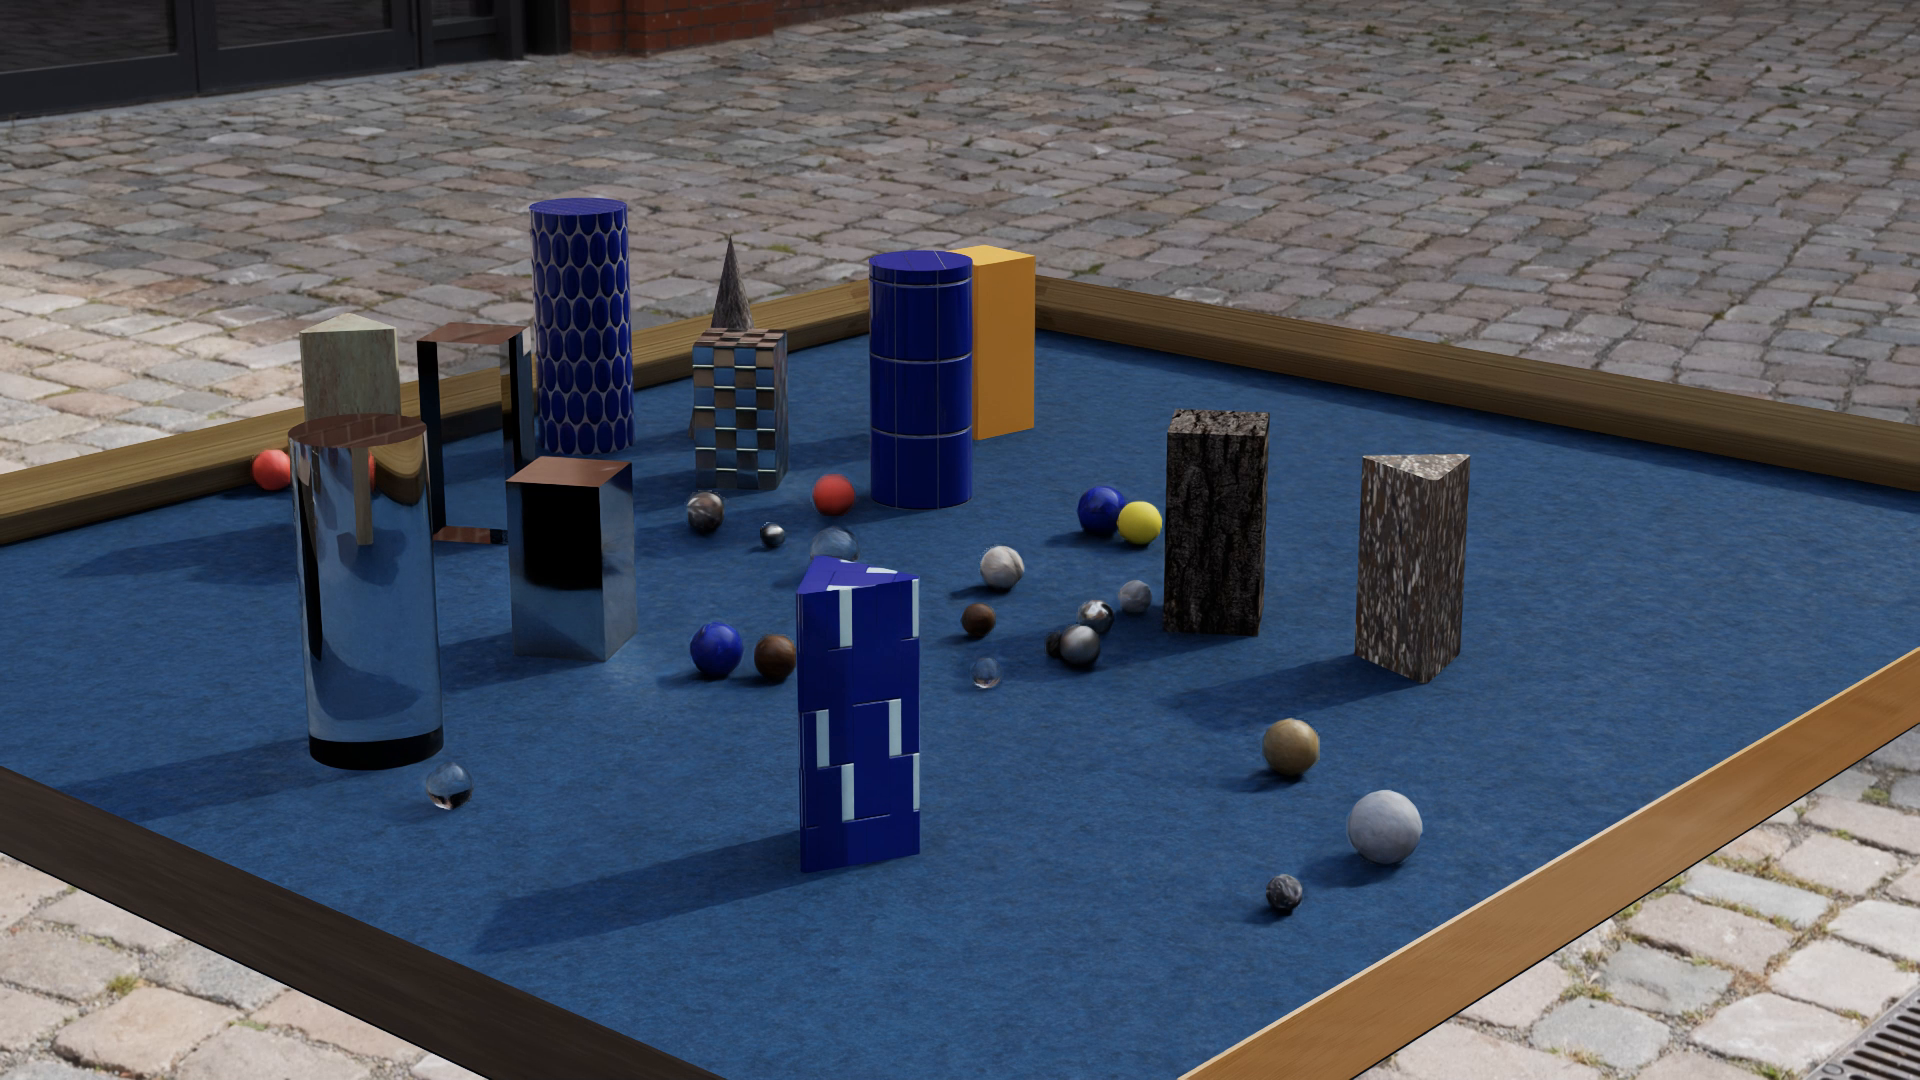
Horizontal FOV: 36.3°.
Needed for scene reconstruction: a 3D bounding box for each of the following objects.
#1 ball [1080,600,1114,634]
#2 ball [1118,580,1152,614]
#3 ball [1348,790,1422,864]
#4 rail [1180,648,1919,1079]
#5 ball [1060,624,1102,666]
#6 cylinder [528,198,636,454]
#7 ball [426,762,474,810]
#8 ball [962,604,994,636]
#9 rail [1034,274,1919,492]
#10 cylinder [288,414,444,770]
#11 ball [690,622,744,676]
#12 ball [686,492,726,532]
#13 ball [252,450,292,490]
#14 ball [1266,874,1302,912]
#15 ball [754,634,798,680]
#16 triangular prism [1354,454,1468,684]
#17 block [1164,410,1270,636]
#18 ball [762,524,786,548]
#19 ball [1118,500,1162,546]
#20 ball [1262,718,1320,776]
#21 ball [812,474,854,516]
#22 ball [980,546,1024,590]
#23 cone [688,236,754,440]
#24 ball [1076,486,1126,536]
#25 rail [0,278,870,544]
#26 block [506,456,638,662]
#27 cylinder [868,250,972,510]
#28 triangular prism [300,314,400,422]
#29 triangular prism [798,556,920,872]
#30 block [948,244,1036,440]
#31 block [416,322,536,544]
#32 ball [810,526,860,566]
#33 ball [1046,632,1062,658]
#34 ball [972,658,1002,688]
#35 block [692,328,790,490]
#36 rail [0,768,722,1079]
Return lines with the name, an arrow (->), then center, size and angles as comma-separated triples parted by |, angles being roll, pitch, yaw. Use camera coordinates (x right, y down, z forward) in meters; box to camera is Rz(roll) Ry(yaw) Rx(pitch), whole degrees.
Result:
ball -> 0.230, 0.130, 4.923 | 0.059, 0.059, 0.059 | 0, 17, 0
ball -> 0.301, 0.097, 5.033 | 0.058, 0.058, 0.058 | 0, 17, 0
ball -> 0.578, 0.390, 3.987 | 0.100, 0.100, 0.100 | 0, 17, 0
rail -> 1.147, 0.320, 4.166 | 0.045, 0.130, 3.478 | 14, 22, 39
ball -> 0.195, 0.172, 4.766 | 0.068, 0.068, 0.068 | 0, 17, 0
cylinder -> -0.780, -0.443, 6.064 | 0.200, 0.499, 0.200 | 0, 17, 0
ball -> -0.727, 0.350, 4.178 | 0.067, 0.067, 0.067 | 0, 17, 0
ball -> 0.030, 0.134, 4.915 | 0.056, 0.056, 0.056 | 0, 17, 0
rail -> 1.125, -0.341, 6.360 | 3.086, 0.130, 0.045 | 14, 22, 39
cylinder -> -0.879, 0.076, 4.351 | 0.200, 0.493, 0.200 | 0, 17, 0
ball -> -0.391, 0.176, 4.723 | 0.086, 0.086, 0.086 | 0, 17, 0
ball -> -0.478, -0.053, 5.504 | 0.074, 0.074, 0.074 | 0, 17, 0
ball -> -1.352, -0.138, 5.771 | 0.082, 0.082, 0.082 | 0, 17, 0
ball -> 0.424, 0.462, 3.839 | 0.048, 0.048, 0.048 | 0, 17, 0
ball -> -0.295, 0.189, 4.705 | 0.072, 0.072, 0.072 | 0, 17, 0
triangular prism -> 0.760, 0.035, 4.754 | 0.150, 0.337, 0.173 | -10, 20, -31
block -> 0.434, -0.031, 4.957 | 0.160, 0.347, 0.160 | 3, 17, 9
ball -> -0.344, -0.008, 5.405 | 0.044, 0.044, 0.044 | 0, 17, 0
ball -> 0.331, -0.031, 5.415 | 0.083, 0.083, 0.083 | 0, 17, 0
ball -> 0.485, 0.304, 4.303 | 0.084, 0.084, 0.084 | 0, 17, 0
ball -> -0.242, -0.087, 5.605 | 0.081, 0.081, 0.081 | 0, 17, 0
ball -> 0.073, 0.049, 5.159 | 0.077, 0.077, 0.077 | 0, 17, 0
cone -> -0.476, -0.430, 6.142 | 0.200, 0.428, 0.200 | 0, 17, 0
ball -> 0.266, -0.055, 5.474 | 0.094, 0.094, 0.094 | 0, 17, 0
rail -> -1.147, -0.255, 6.073 | 0.045, 0.130, 3.478 | 14, 22, 39
block -> -0.639, 0.030, 4.842 | 0.160, 0.297, 0.160 | 4, 17, 12
cylinder -> -0.075, -0.310, 5.674 | 0.200, 0.469, 0.200 | 0, 17, 0
triangular prism -> -1.140, -0.220, 5.513 | 0.173, 0.389, 0.150 | -3, 17, -11
triangular prism -> -0.163, 0.230, 4.005 | 0.173, 0.396, 0.150 | -7, 18, -23
block -> 0.045, -0.420, 6.204 | 0.160, 0.372, 0.160 | -14, 22, -39
block -> -0.897, -0.200, 5.462 | 0.160, 0.379, 0.160 | 4, 17, 12
ball -> -0.223, 0.022, 5.225 | 0.091, 0.091, 0.091 | 0, 17, 0
ball -> 0.161, 0.173, 4.811 | 0.041, 0.041, 0.041 | 0, 17, 0
ball -> 0.042, 0.211, 4.668 | 0.050, 0.050, 0.050 | 0, 17, 0
block -> -0.434, -0.262, 5.825 | 0.160, 0.288, 0.160 | 2, 17, 6
rail -> -1.125, 0.406, 3.879 | 3.086, 0.130, 0.045 | 14, 22, 39
